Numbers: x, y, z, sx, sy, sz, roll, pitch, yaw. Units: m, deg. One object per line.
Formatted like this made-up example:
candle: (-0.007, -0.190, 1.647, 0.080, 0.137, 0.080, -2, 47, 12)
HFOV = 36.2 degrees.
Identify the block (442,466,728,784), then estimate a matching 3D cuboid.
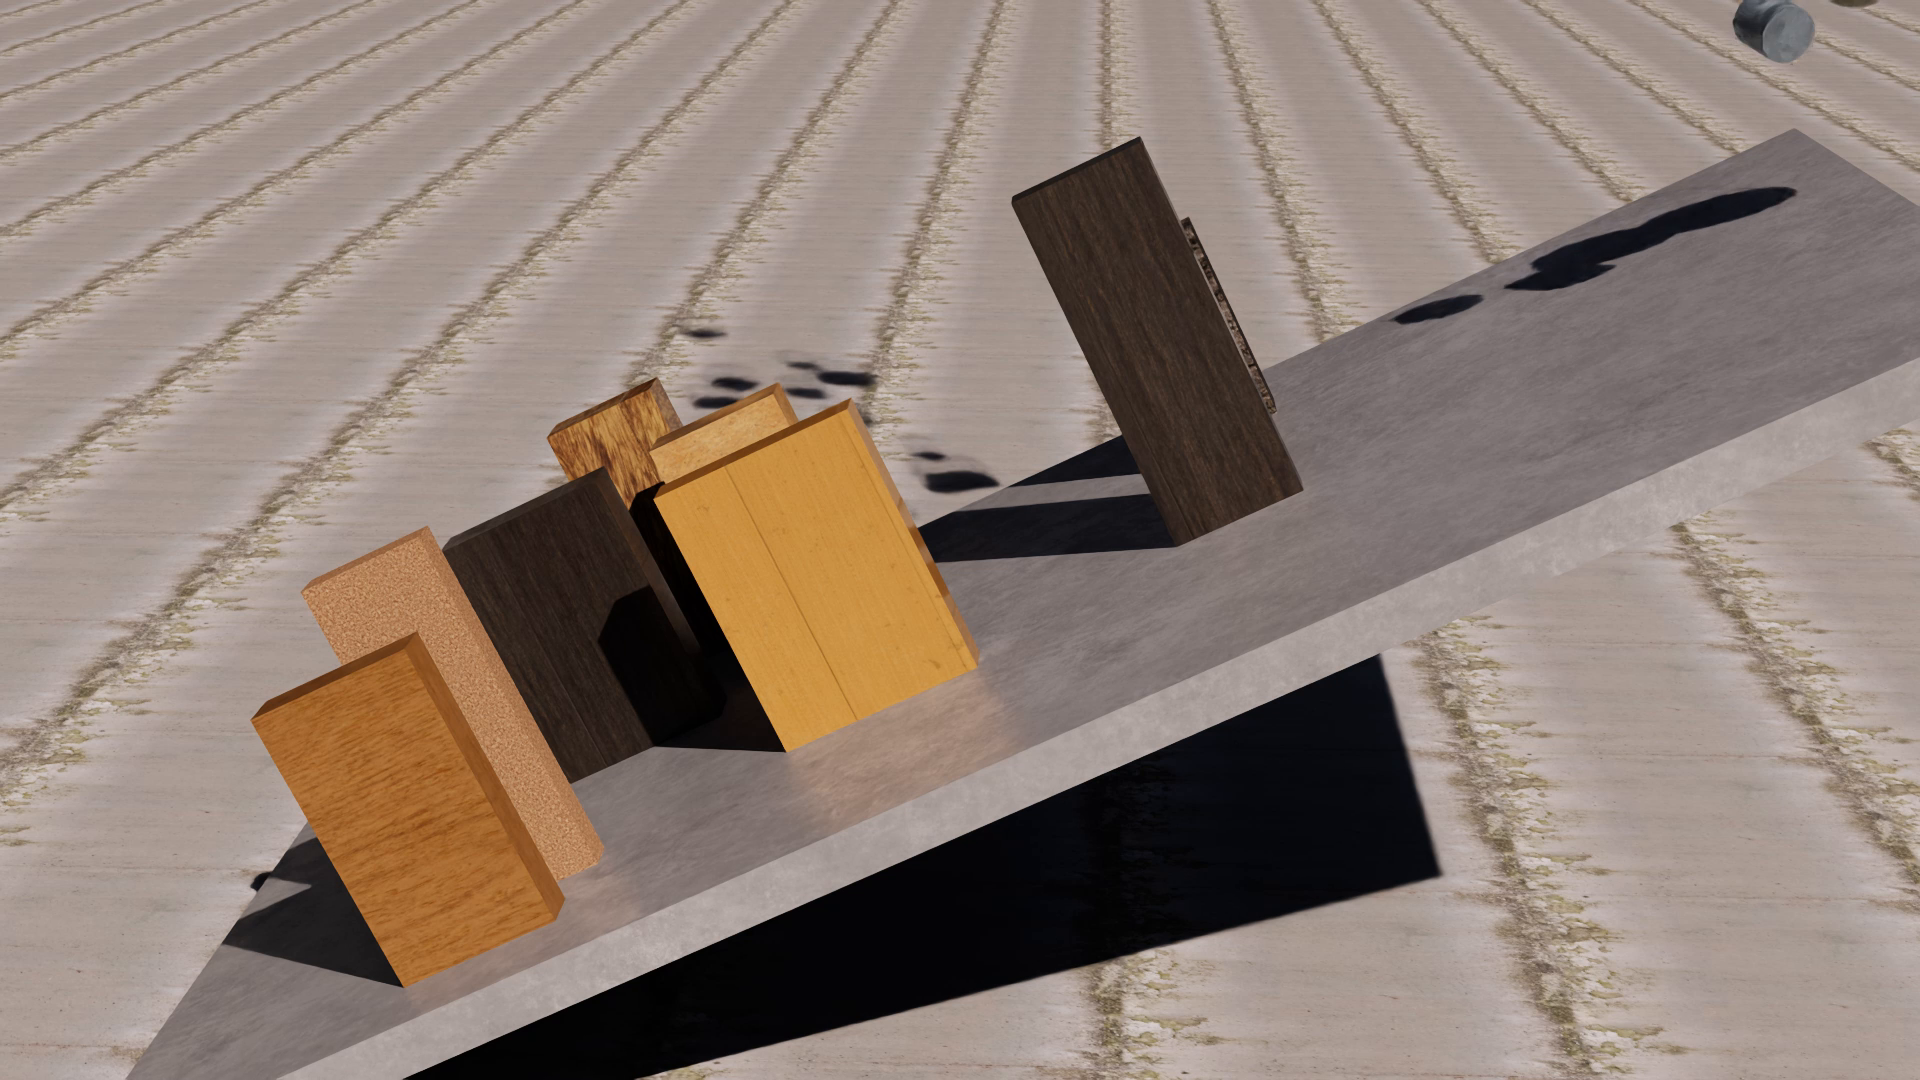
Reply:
block: (-0.830, 0.192, 6.513, 0.389, 0.596, 0.126, -24, 13, 9)

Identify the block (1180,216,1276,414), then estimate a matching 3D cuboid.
block: (0.471, -0.446, 6.730, 0.337, 0.471, 0.141, -24, 13, 9)

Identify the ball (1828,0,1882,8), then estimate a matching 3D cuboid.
ball: (1.756, -1.144, 5.755, 0.203, 0.203, 0.203, 0, 16, 0)

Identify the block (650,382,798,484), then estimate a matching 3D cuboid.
block: (-0.429, -0.032, 6.673, 0.312, 0.563, 0.121, -24, 13, 9)

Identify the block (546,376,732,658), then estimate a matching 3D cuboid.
block: (-0.704, -0.033, 7.019, 0.274, 0.646, 0.134, -24, 13, 9)

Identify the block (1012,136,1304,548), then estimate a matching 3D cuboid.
block: (0.404, -0.399, 5.985, 0.285, 0.790, 0.088, -24, 13, 9)

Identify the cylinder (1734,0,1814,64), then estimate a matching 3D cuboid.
cylinder: (1.608, -1.015, 5.813, 0.114, 0.114, 0.114, -5, 28, -15)

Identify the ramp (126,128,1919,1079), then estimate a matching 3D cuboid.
ramp: (0.137, 0.168, 6.282, 4.000, 0.100, 2.000, -24, 13, 9)

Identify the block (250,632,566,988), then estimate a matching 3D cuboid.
block: (-1.060, 0.522, 5.671, 0.336, 0.608, 0.110, -24, 13, 9)

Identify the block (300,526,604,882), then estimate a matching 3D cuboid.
block: (-1.005, 0.363, 5.859, 0.265, 0.751, 0.083, -24, 13, 9)

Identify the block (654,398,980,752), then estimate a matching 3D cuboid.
block: (-0.285, 0.074, 5.937, 0.432, 0.591, 0.100, -24, 13, 9)
